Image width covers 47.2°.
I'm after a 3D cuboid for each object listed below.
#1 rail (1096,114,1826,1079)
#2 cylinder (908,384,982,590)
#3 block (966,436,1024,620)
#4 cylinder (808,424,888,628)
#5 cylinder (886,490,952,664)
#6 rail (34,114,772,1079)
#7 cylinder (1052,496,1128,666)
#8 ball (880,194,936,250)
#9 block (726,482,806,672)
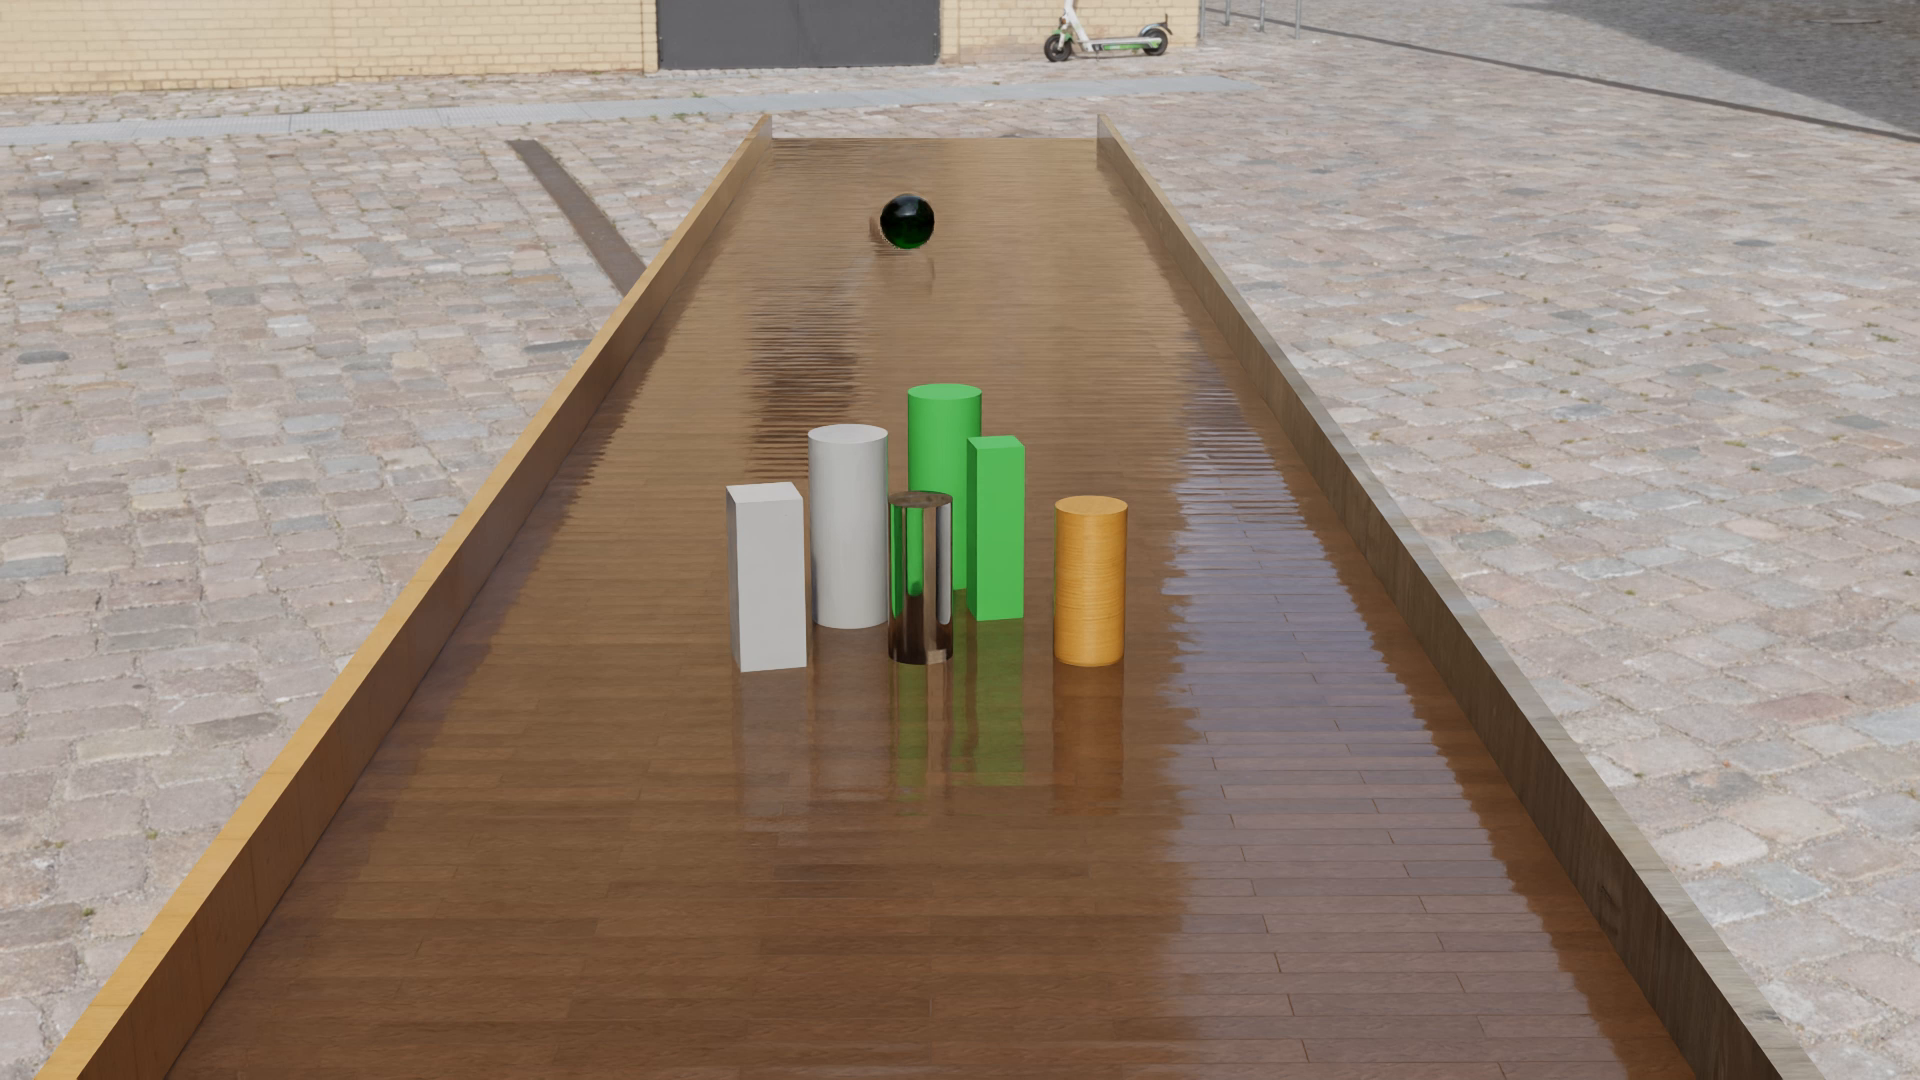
[{"bbox_3d":[0.932,-0.844,7.801,0.050,0.150,12.000,0,17,-1],"label":"rail"},{"bbox_3d":[-0.034,-0.118,4.870,0.162,0.430,0.162,0,17,0],"label":"cylinder"},{"bbox_3d":[0.074,-0.026,4.656,0.101,0.374,0.101,-4,17,-12],"label":"block"},{"bbox_3d":[-0.233,-0.029,4.623,0.166,0.401,0.166,0,17,0],"label":"cylinder"},{"bbox_3d":[-0.079,0.075,4.405,0.131,0.325,0.131,0,17,0],"label":"cylinder"},{"bbox_3d":[-1.118,-0.838,7.780,0.050,0.150,12.000,0,17,-1],"label":"rail"},{"bbox_3d":[0.260,0.081,4.403,0.144,0.314,0.144,0,17,0],"label":"cylinder"},{"bbox_3d":[-0.222,-1.360,9.386,0.236,0.236,0.236,0,17,0],"label":"ball"},{"bbox_3d":[-0.385,0.072,4.375,0.132,0.347,0.132,-4,17,-14],"label":"block"}]
